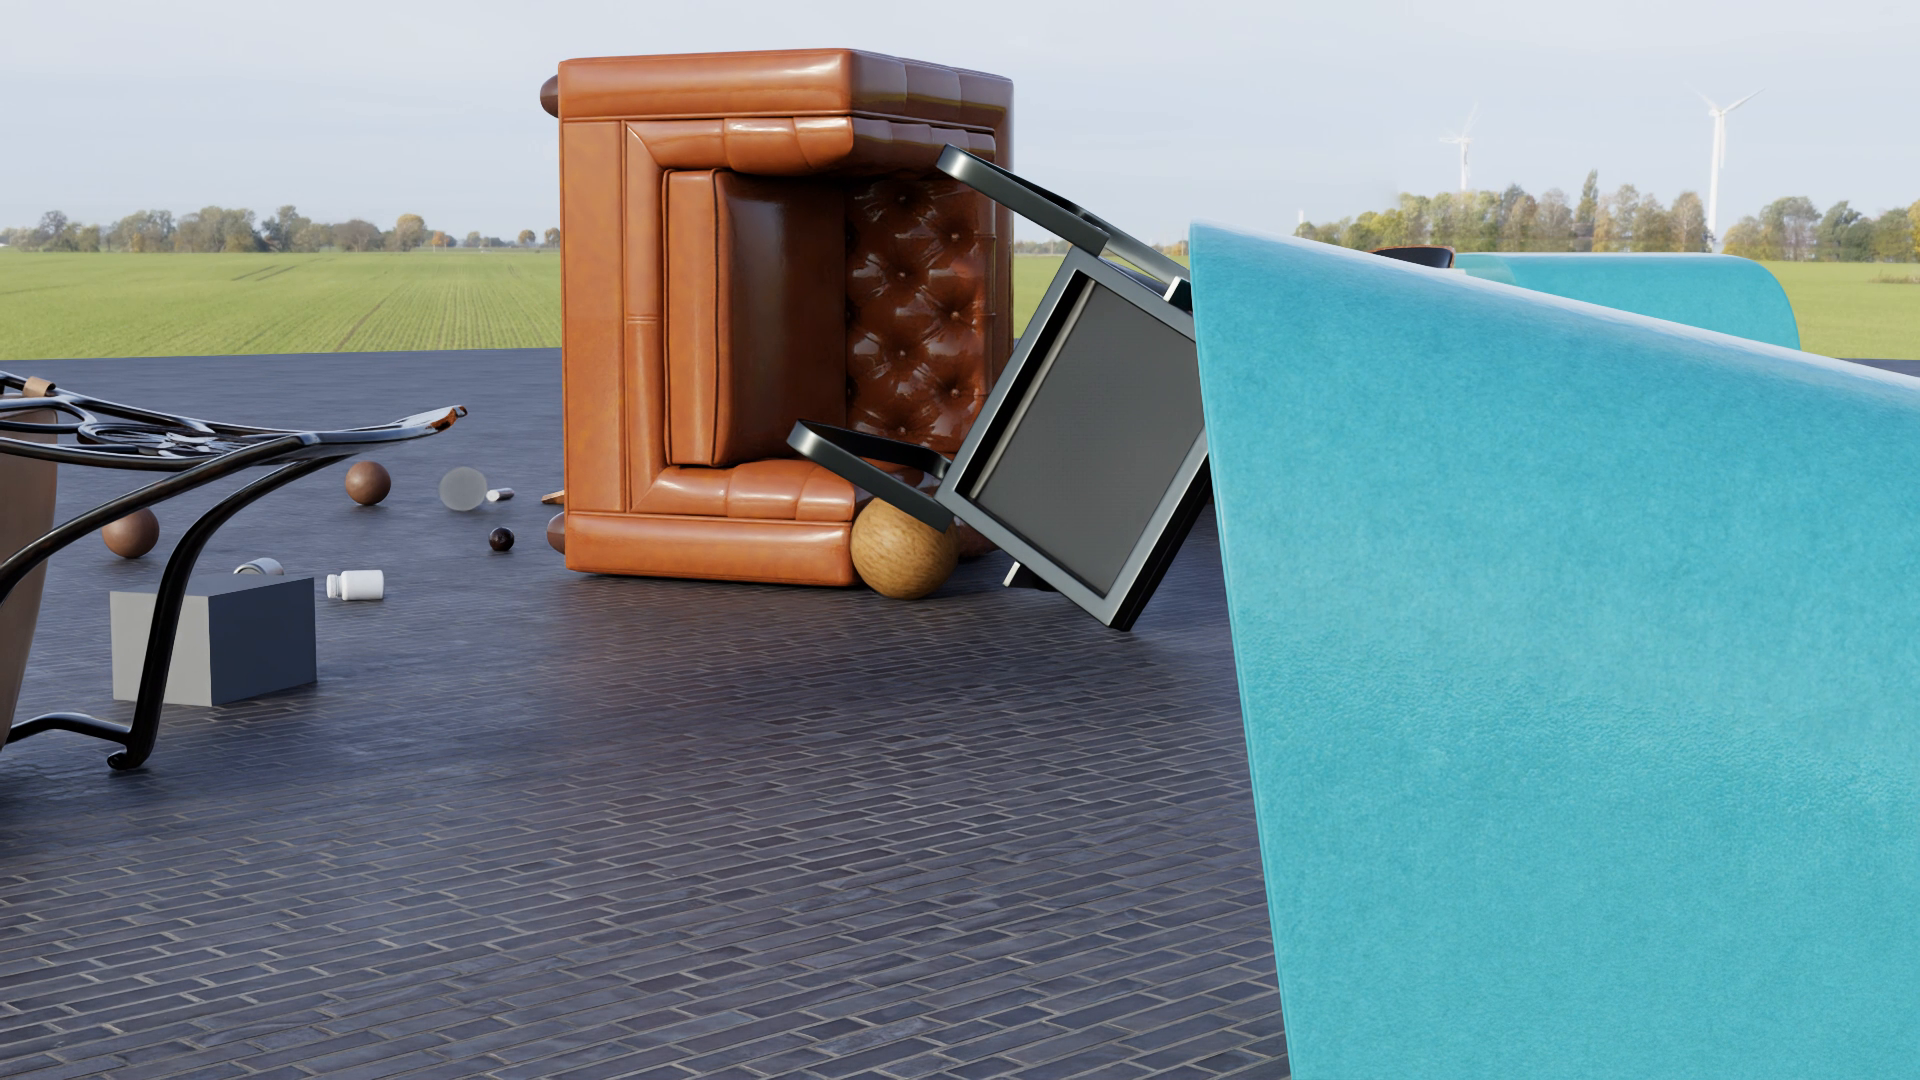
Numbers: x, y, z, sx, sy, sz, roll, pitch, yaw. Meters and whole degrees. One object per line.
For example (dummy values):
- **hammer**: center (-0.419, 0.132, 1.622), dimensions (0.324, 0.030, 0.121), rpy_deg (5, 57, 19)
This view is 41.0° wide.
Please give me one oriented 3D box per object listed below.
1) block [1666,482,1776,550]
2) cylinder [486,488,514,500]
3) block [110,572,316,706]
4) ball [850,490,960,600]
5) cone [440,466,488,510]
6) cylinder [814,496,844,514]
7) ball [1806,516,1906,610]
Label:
- **block**: center (1.852, -0.058, 6.245), dimensions (0.224, 0.150, 0.119), rpy_deg (-2, 6, -17)
- **cylinder**: center (-1.354, -0.134, 7.561), dimensions (0.045, 0.032, 0.081), rpy_deg (-2, 5, 24)
- **block**: center (-1.185, 0.154, 4.085), dimensions (0.185, 0.170, 0.271), rpy_deg (2, 6, 21)
- **ball**: center (-0.112, 0.008, 5.234), dimensions (0.225, 0.225, 0.225), rpy_deg (0, 6, 0)
- **cone**: center (-1.408, -0.121, 7.291), dimensions (0.136, 0.131, 0.140), rpy_deg (-42, -10, -19)
- **cylinder**: center (-0.362, -0.098, 7.126), dimensions (0.056, 0.047, 0.091), rpy_deg (1, 2, 15)
- **ball**: center (1.773, 0.044, 5.077), dimensions (0.185, 0.185, 0.185), rpy_deg (0, 6, 0)
